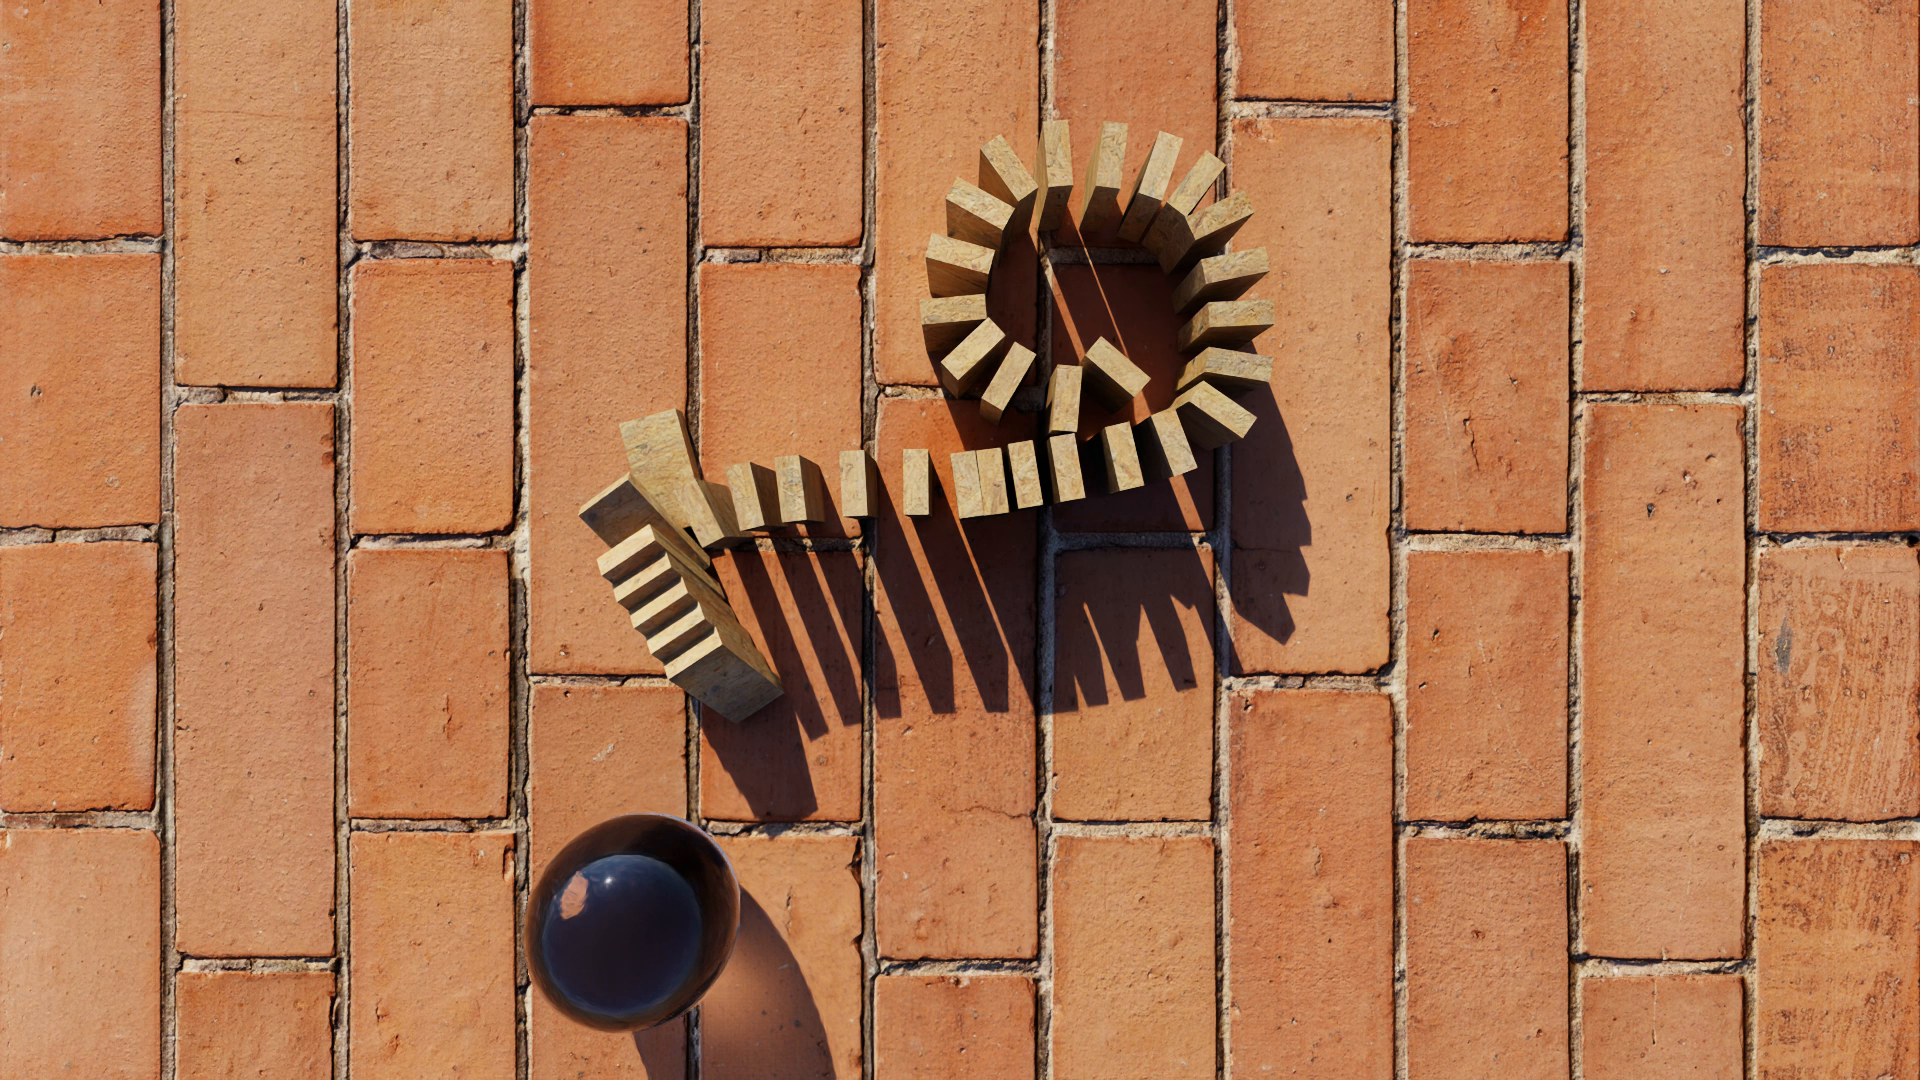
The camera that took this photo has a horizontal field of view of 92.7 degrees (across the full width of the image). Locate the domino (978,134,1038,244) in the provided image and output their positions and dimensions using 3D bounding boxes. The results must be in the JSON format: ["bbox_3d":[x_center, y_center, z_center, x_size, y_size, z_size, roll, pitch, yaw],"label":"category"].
[{"bbox_3d":[0.019,-0.142,0.375,0.009,0.050,0.025,-36,90,0],"label":"domino"}]

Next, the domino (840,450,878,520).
[{"bbox_3d":[-0.041,-0.022,0.375,0.009,0.050,0.025,-3,90,0],"label":"domino"}]

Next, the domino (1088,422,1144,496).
[{"bbox_3d":[0.063,-0.032,0.375,0.010,0.050,0.025,-13,90,0],"label":"domino"}]

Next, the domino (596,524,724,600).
[{"bbox_3d":[-0.122,0.016,0.377,0.025,0.050,0.009,-34,53,0],"label":"domino"}]

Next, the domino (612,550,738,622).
[{"bbox_3d":[-0.116,0.027,0.377,0.025,0.050,0.010,-33,53,0],"label":"domino"}]

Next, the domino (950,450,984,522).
[{"bbox_3d":[0.003,-0.021,0.375,0.009,0.050,0.025,-8,90,0],"label":"domino"}]

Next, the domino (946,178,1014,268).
[{"bbox_3d":[0.008,-0.129,0.375,0.025,0.050,0.010,29,90,0],"label":"domino"}]

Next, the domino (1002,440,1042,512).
[{"bbox_3d":[0.025,-0.025,0.375,0.009,0.050,0.025,-9,90,0],"label":"domino"}]

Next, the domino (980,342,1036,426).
[{"bbox_3d":[0.019,-0.063,0.375,0.010,0.050,0.025,31,90,0],"label":"domino"}]

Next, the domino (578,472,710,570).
[{"bbox_3d":[-0.131,-0.001,0.384,0.025,0.009,0.050,-35,118,3],"label":"domino"}]

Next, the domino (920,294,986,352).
[{"bbox_3d":[-0.003,-0.088,0.375,0.025,0.050,0.009,-5,90,0],"label":"domino"}]

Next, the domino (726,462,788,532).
[{"bbox_3d":[-0.082,-0.017,0.375,0.010,0.050,0.025,-13,90,0],"label":"domino"}]

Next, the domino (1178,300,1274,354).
[{"bbox_3d":[0.108,-0.087,0.375,0.025,0.050,0.010,-3,90,0],"label":"domino"}]

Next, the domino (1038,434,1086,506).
[{"bbox_3d":[0.041,-0.028,0.375,0.009,0.050,0.025,-10,90,0],"label":"domino"}]

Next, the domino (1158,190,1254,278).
[{"bbox_3d":[0.099,-0.124,0.375,0.025,0.050,0.010,-25,90,0],"label":"domino"}]

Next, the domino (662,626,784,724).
[{"bbox_3d":[-0.096,0.057,0.377,0.025,0.050,0.009,-33,53,0],"label":"domino"}]

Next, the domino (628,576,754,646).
[{"bbox_3d":[-0.110,0.037,0.377,0.025,0.050,0.010,-33,53,0],"label":"domino"}]

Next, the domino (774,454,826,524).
[{"bbox_3d":[-0.065,-0.020,0.375,0.009,0.050,0.025,-7,90,0],"label":"domino"}]

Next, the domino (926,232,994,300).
[{"bbox_3d":[0.000,-0.110,0.375,0.025,0.050,0.010,15,90,0],"label":"domino"}]

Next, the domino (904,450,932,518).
[{"bbox_3d":[-0.017,-0.022,0.375,0.010,0.050,0.025,0,90,0],"label":"domino"}]

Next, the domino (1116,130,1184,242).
[{"bbox_3d":[0.077,-0.143,0.375,0.010,0.050,0.025,19,90,0],"label":"domino"}]

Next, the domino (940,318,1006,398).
[{"bbox_3d":[0.005,-0.073,0.375,0.025,0.050,0.010,-43,90,0],"label":"domino"}]

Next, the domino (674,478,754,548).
[{"bbox_3d":[-0.100,-0.010,0.375,0.010,0.050,0.025,-27,90,0],"label":"domino"}]

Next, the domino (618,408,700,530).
[{"bbox_3d":[-0.127,-0.029,0.395,0.025,0.009,0.050,-15,90,0],"label":"domino"}]

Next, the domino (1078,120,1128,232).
[{"bbox_3d":[0.058,-0.147,0.375,0.009,0.050,0.025,7,90,0],"label":"domino"}]

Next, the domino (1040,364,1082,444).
[{"bbox_3d":[0.041,-0.054,0.375,0.009,0.050,0.025,5,90,0],"label":"domino"}]

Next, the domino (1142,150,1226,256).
[{"bbox_3d":[0.090,-0.136,0.375,0.009,0.050,0.025,37,90,0],"label":"domino"}]

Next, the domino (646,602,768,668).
[{"bbox_3d":[-0.103,0.047,0.377,0.025,0.050,0.009,-33,53,0],"label":"domino"}]

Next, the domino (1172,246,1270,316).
[{"bbox_3d":[0.105,-0.105,0.375,0.025,0.050,0.009,-11,90,0],"label":"domino"}]

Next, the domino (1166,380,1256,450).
[{"bbox_3d":[0.101,-0.050,0.375,0.025,0.050,0.010,35,90,0],"label":"domino"}]

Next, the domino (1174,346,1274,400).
[{"bbox_3d":[0.107,-0.067,0.375,0.025,0.050,0.009,9,90,0],"label":"domino"}]

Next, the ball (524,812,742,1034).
[{"bbox_3d":[-0.127,0.148,0.360,0.080,0.080,0.080,0,90,0],"label":"ball"}]

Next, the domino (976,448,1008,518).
[{"bbox_3d":[0.012,-0.022,0.375,0.009,0.050,0.025,-7,90,0],"label":"domino"}]

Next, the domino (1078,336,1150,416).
[{"bbox_3d":[0.060,-0.066,0.375,0.025,0.050,0.010,40,90,0],"label":"domino"}]

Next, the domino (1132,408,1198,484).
[{"bbox_3d":[0.082,-0.038,0.375,0.010,0.050,0.025,-21,90,0],"label":"domino"}]

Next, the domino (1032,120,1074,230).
[{"bbox_3d":[0.038,-0.148,0.375,0.009,0.050,0.025,-5,90,0],"label":"domino"}]
